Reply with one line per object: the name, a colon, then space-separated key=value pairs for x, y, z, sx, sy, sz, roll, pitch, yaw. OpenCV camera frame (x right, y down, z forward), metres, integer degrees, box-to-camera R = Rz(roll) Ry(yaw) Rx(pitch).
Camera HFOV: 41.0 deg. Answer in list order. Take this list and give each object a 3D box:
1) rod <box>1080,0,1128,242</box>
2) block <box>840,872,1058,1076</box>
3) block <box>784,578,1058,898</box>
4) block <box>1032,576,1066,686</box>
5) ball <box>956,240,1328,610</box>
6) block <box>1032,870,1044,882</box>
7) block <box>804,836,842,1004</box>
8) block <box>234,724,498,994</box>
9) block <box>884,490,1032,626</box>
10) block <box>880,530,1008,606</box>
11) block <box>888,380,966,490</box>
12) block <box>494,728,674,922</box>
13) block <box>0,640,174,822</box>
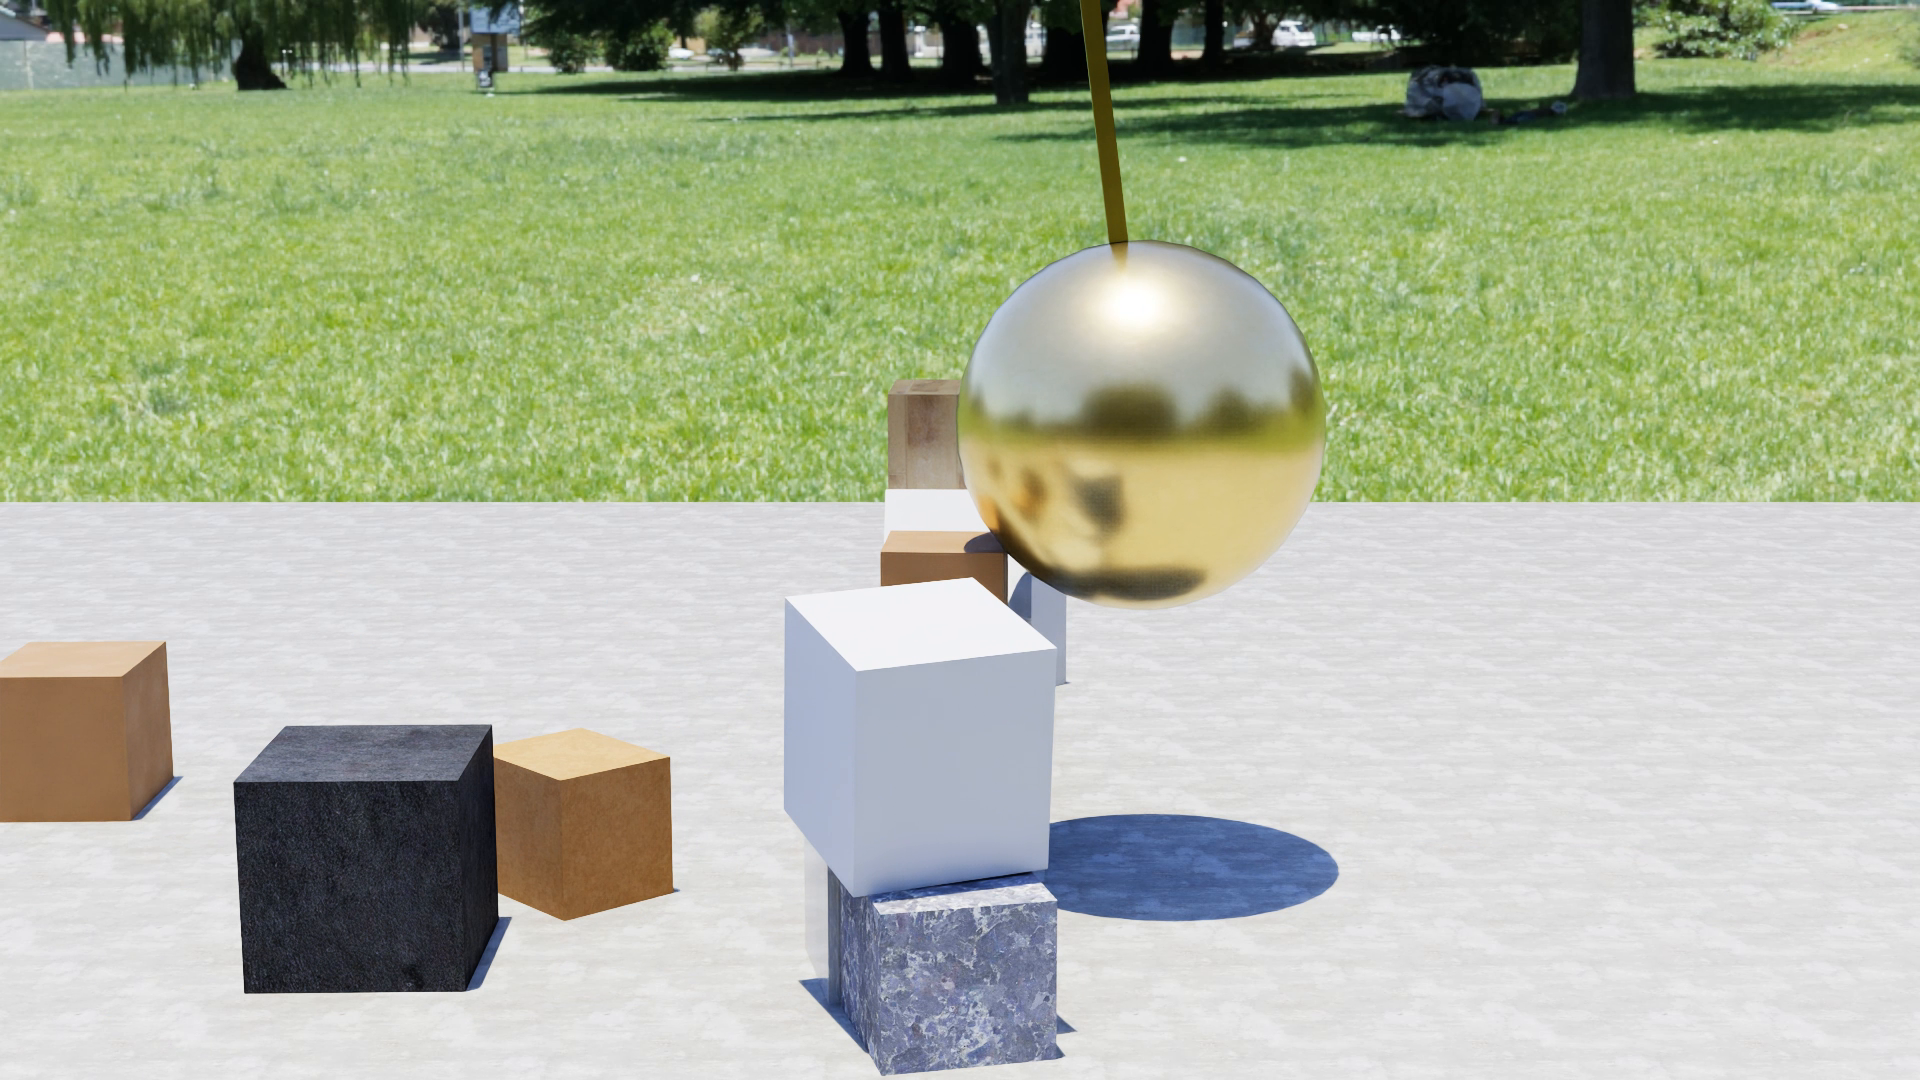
rod: x=0.338 y=-3.811 z=10.487 sx=0.080 sy=5.200 sz=0.080 roll=-7 pitch=10 yaw=1
block: x=-0.052 y=1.532 z=9.467 sx=0.645 sy=0.598 sz=0.714 roll=-3 pitch=11 yaw=-14
block: x=-0.167 y=0.713 z=9.546 sx=0.760 sy=0.868 sz=0.813 roll=-6 pitch=19 yaw=-21
block: x=0.135 y=0.486 z=14.883 sx=0.702 sy=0.720 sz=0.663 roll=-10 pitch=14 yaw=-43
ball: x=0.780 y=-0.494 z=11.090 sx=1.600 sy=1.600 sz=1.600 roll=0 pitch=10 yaw=0
block: x=-0.020 y=0.977 z=11.638 sx=0.792 sy=0.914 sz=0.849 roll=0 pitch=10 yaw=1
block: x=-0.224 y=1.375 z=10.126 sx=0.696 sy=0.672 sz=0.642 roll=-2 pitch=11 yaw=-11
block: x=-2.353 y=1.259 z=10.276 sx=0.851 sy=0.847 sz=0.863 roll=0 pitch=10 yaw=-1
block: x=-0.003 y=0.206 z=12.227 sx=0.687 sy=0.647 sz=0.725 roll=0 pitch=-24 yaw=2
block: x=-0.064 y=0.275 z=11.426 sx=0.534 sy=0.545 sz=0.535 roll=1 pitch=10 yaw=3
block: x=-0.002 y=-0.424 z=12.822 sx=0.672 sy=0.686 sz=0.621 roll=0 pitch=10 yaw=3
block: x=-1.681 y=1.221 z=11.142 sx=0.563 sy=0.611 sz=0.676 roll=-9 pitch=14 yaw=-42
block: x=-4.294 y=0.924 z=12.504 sx=0.675 sy=0.709 sz=0.768 roll=0 pitch=10 yaw=-2
